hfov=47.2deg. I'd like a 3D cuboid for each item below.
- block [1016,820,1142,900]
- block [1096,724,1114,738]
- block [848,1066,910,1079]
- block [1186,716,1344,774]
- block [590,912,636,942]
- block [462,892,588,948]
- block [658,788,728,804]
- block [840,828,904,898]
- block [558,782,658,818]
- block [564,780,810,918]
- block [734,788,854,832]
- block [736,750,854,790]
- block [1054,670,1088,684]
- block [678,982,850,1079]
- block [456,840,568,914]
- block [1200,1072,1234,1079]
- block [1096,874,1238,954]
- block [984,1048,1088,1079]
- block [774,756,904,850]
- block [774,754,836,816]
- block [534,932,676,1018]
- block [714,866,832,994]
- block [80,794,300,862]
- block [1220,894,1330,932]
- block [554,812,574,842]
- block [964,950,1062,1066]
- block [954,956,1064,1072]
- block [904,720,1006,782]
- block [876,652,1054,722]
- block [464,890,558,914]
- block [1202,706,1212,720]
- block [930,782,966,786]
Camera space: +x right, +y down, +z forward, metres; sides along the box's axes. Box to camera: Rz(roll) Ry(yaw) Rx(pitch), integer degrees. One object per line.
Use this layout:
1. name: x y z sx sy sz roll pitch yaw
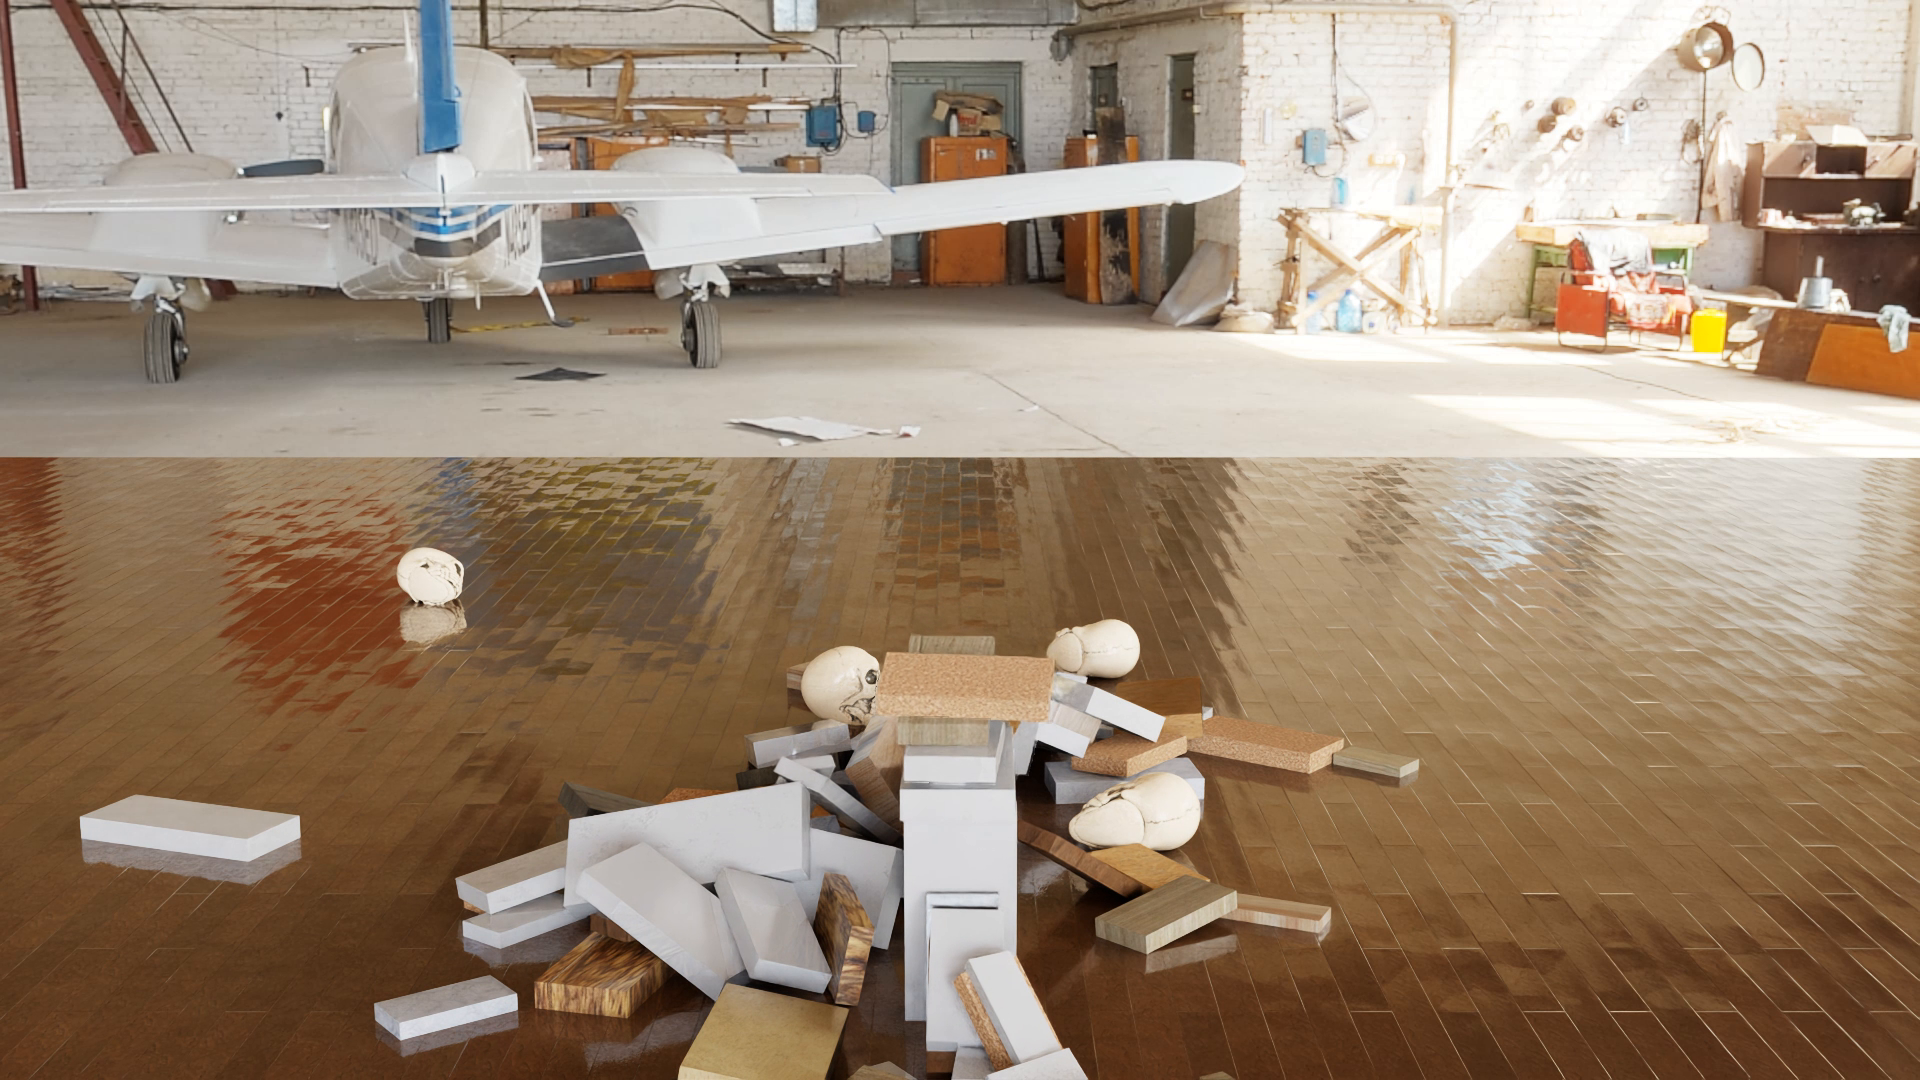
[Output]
1. block: 0.190 0.526 3.610 0.216 0.031 0.108 34 -12 -35
2. block: 0.367 0.402 4.623 0.150 0.021 0.075 3 11 16
3. block: -0.106 0.718 2.883 0.097 0.014 0.049 4 28 43
4. block: 0.616 0.416 4.495 0.299 0.040 0.143 8 13 36
5. block: -0.468 0.583 3.385 0.179 0.025 0.090 -3 6 -44
6. block: -0.694 0.606 3.515 0.090 0.025 0.179 8 13 38
7. block: -0.461 0.492 3.997 0.199 0.028 0.099 -1 24 30
8. block: -0.200 0.546 3.678 0.155 0.044 0.310 -5 8 -27
9. block: -0.562 0.488 3.829 0.253 0.036 0.126 20 5 -32
10. block: -0.435 0.495 3.515 0.396 0.155 0.044 -11 -36 10
11. block: -0.316 0.510 4.003 0.126 0.036 0.322 -9 14 -39
12. block: -0.289 0.423 4.064 0.225 0.032 0.112 -14 -7 27
13. block: 0.112 0.284 4.708 0.285 0.040 0.143 12 -3 -24
14. block: -0.255 0.676 2.894 0.175 0.050 0.351 12 6 2
15. block: -0.688 0.545 3.610 0.243 0.034 0.122 -16 14 -34
16. block: 0.375 0.733 2.566 0.034 0.121 0.288 -6 12 -28
17. block: 0.329 0.594 3.504 0.216 0.031 0.108 -17 19 -40
18. block: 0.100 0.695 2.799 0.129 0.018 0.064 -10 50 -33
19. block: -0.182 0.458 3.686 0.099 0.028 0.368 21 -16 34
20. block: -0.291 0.459 3.746 0.081 0.293 0.023 -5 55 -26
21. block: -0.509 0.637 3.305 0.144 0.041 0.288 3 11 15
22. block: -0.284 0.586 3.314 0.121 0.034 0.242 18 18 -27
23. block: -1.384 0.516 3.955 0.365 0.041 0.144 4 11 20
24. block: 0.501 0.601 3.556 0.183 0.020 0.070 5 12 24
25. block: -0.638 0.528 3.837 0.121 0.034 0.318 -14 12 -10
26. block: 0.090 0.653 2.868 0.064 0.018 0.261 -6 48 -30
27. block: 0.073 0.651 2.918 0.093 0.026 0.185 -10 59 -33
28. block: -0.005 0.291 3.119 0.125 0.035 0.250 1 10 4
29. block: 0.009 0.206 3.088 0.238 0.034 0.119 2 27 6
30. block: -0.740 0.587 3.629 0.070 0.020 0.139 9 14 41
31. block: 0.483 0.384 4.720 0.075 0.021 0.150 5 11 24
32. block: -0.005 0.322 3.085 0.049 0.014 0.097 3 11 14
